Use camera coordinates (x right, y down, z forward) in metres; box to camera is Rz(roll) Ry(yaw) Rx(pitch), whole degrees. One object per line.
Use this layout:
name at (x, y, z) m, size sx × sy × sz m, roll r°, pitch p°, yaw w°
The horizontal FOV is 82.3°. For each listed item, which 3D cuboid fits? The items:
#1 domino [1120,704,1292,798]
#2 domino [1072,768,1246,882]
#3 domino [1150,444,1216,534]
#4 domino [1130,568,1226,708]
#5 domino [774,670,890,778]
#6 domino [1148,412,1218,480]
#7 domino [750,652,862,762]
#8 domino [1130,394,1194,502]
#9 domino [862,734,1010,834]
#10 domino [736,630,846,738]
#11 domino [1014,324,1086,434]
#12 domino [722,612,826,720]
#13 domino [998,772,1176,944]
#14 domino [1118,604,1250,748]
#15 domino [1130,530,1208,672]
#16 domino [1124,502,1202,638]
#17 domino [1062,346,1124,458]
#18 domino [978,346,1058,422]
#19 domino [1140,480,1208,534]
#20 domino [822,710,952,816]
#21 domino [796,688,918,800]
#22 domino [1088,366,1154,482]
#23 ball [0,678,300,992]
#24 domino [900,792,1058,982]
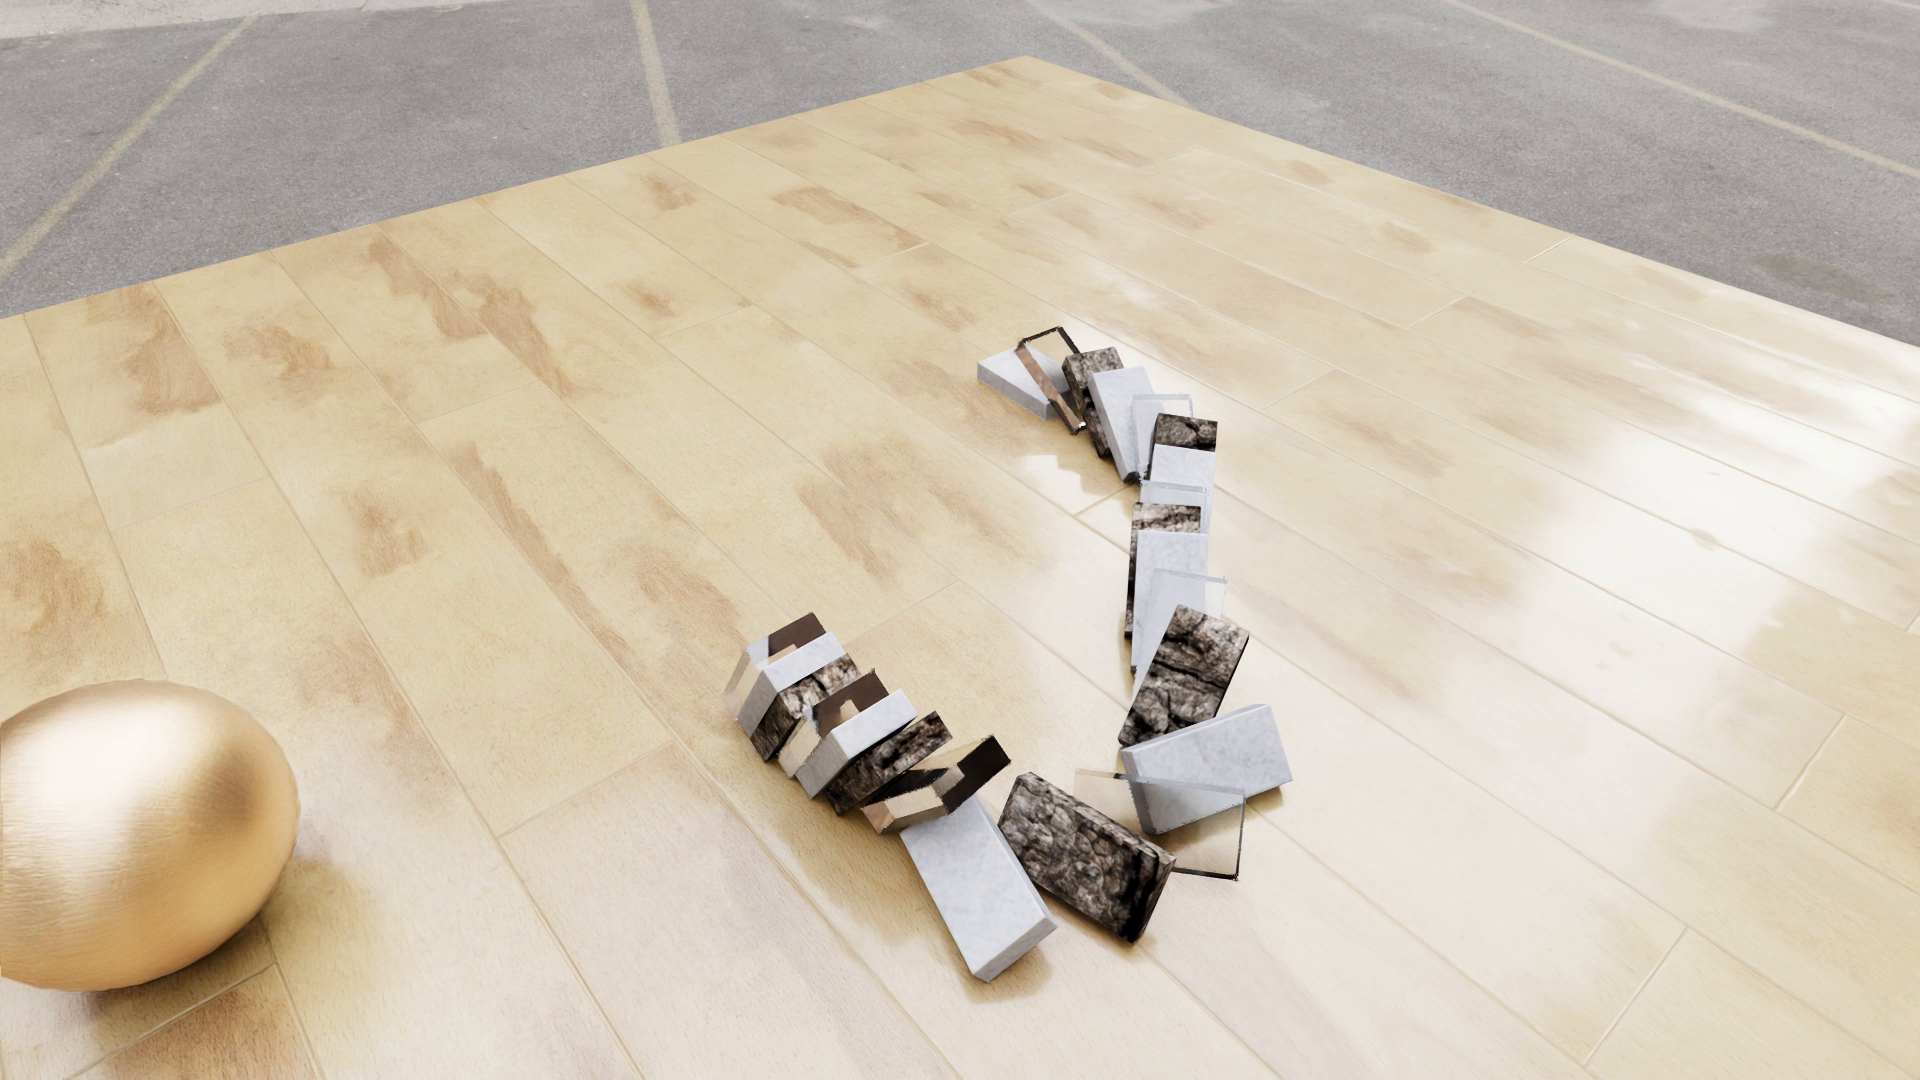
domino at (0.078, 0.071, 0.345) m, size 0.050 × 0.009 × 0.025 m, roll -15°, pitch 86°, yaw -17°
domino at (0.058, 0.084, 0.328) m, size 0.050 × 0.025 × 0.009 m, roll 6°, pitch 0°, yaw 7°
domino at (0.087, -0.013, 0.441) m, size 0.025 × 0.009 × 0.050 m, roll 9°, pitch 67°, yaw 6°
domino at (0.075, 0.036, 0.379) m, size 0.025 × 0.010 × 0.050 m, roll 9°, pitch 73°, yaw 11°
domino at (-0.040, 0.058, 0.342) m, size 0.025 × 0.050 × 0.009 m, roll -29°, pitch 78°, yaw -29°
domino at (0.092, -0.027, 0.458) m, size 0.025 × 0.010 × 0.050 m, roll 9°, pitch 67°, yaw 3°
domino at (-0.049, 0.054, 0.347) m, size 0.025 × 0.050 × 0.010 m, roll -29°, pitch 78°, yaw -30°
domino at (0.088, -0.039, 0.473) m, size 0.025 × 0.010 × 0.050 m, roll 0°, pitch 67°, yaw -1°
domino at (-0.008, 0.073, 0.326) m, size 0.025 × 0.050 × 0.009 m, roll -34°, pitch 89°, yaw -34°
domino at (-0.055, 0.048, 0.355) m, size 0.025 × 0.050 × 0.009 m, roll -29°, pitch 78°, yaw -30°
domino at (0.050, -0.076, 0.518) m, size 0.025 × 0.009 × 0.050 m, roll -25°, pitch 74°, yaw -29°
domino at (-0.062, 0.042, 0.362) m, size 0.025 × 0.050 × 0.009 m, roll -29°, pitch 78°, yaw -30°
domino at (0.035, 0.091, 0.319) m, size 0.050 × 0.025 × 0.009 m, roll 26°, pitch 10°, yaw 28°
domino at (0.074, 0.049, 0.363) m, size 0.025 × 0.010 × 0.050 m, roll 22°, pitch 75°, yaw 20°
domino at (0.075, 0.022, 0.394) m, size 0.025 × 0.010 × 0.050 m, roll 4°, pitch 72°, yaw 8°
domino at (0.075, 0.012, 0.408) m, size 0.025 × 0.010 × 0.050 m, roll 4°, pitch 72°, yaw 8°
domino at (0.068, -0.064, 0.504) m, size 0.025 × 0.009 × 0.050 m, roll -13°, pitch 68°, yaw -16°
domino at (0.034, -0.077, 0.537) m, size 0.025 × 0.010 × 0.050 m, roll -28°, pitch 47°, yaw -29°
domino at (0.080, 0.002, 0.423) m, size 0.025 × 0.009 × 0.050 m, roll 7°, pitch 67°, yaw 9°
domino at (-0.023, 0.068, 0.331) m, size 0.025 × 0.050 × 0.009 m, roll -29°, pitch 80°, yaw -30°
domino at (-0.032, 0.063, 0.336) m, size 0.025 × 0.050 × 0.009 m, roll -29°, pitch 78°, yaw -30°
domino at (0.077, -0.052, 0.489) m, size 0.025 × 0.010 × 0.050 m, roll -12°, pitch 70°, yaw -14°
ball at (-0.223, 0.077, 0.293) m, size 0.080 × 0.080 × 0.080 m, roll 0°, pitch 39°, yaw 0°
domino at (0.004, 0.097, 0.316) m, size 0.025 × 0.010 × 0.050 m, roll -39°, pitch 46°, yaw 2°
